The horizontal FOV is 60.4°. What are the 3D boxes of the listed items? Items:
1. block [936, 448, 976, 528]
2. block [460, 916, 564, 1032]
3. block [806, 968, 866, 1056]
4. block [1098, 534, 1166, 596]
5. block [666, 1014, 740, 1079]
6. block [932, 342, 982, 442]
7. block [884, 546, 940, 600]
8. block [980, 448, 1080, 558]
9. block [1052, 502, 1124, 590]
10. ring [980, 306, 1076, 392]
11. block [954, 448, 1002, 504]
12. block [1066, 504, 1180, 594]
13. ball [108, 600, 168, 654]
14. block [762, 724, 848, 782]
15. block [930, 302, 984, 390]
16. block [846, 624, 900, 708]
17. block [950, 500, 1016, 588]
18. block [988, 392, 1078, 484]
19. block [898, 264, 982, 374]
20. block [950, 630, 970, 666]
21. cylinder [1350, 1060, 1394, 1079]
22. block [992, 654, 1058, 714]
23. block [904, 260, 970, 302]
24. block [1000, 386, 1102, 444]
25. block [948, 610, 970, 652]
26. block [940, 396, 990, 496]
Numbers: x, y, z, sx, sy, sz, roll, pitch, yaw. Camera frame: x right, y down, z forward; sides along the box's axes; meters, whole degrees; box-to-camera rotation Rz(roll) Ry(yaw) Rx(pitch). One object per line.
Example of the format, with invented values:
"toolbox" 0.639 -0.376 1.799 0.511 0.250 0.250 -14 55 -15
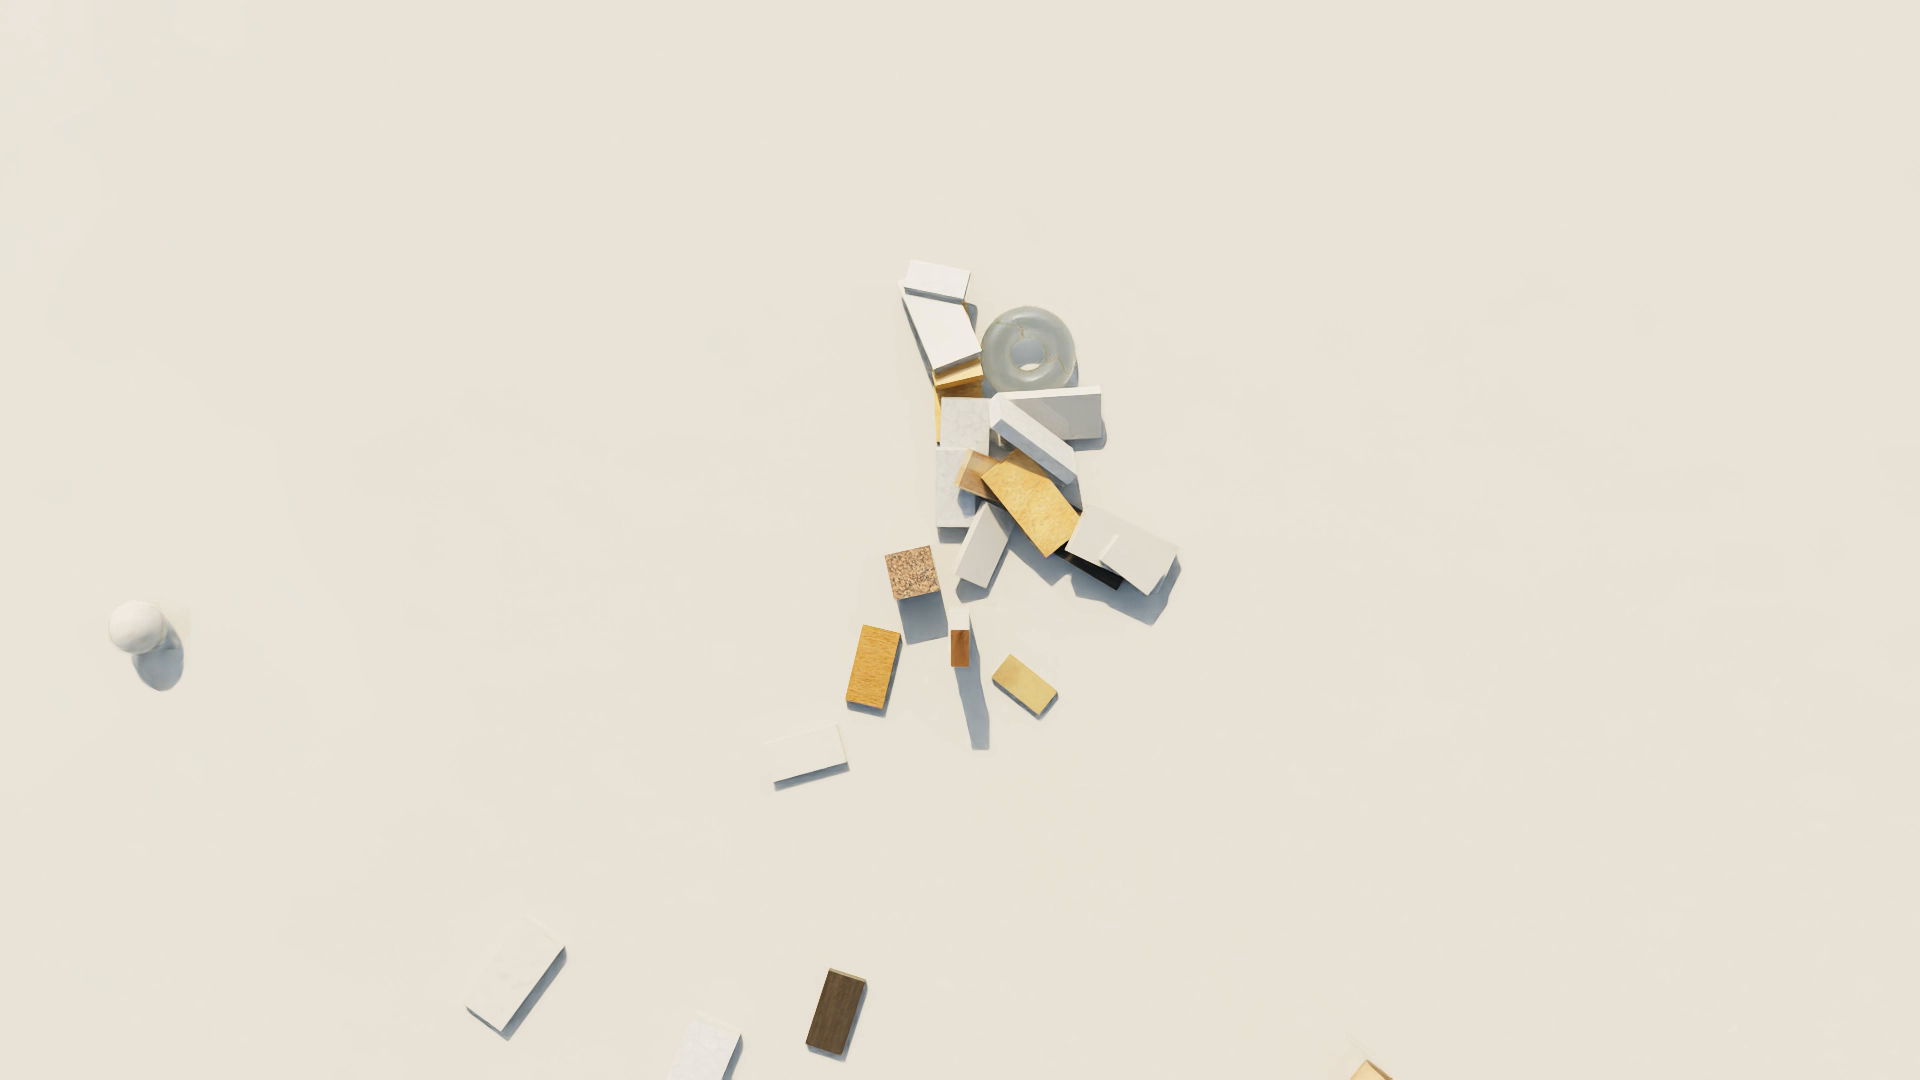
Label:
"block" -0.015 -0.173 5.430 0.131 0.037 0.261 0 105 0
"block" -1.486 1.439 5.476 0.169 0.048 0.337 36 90 0
"block" -0.414 1.567 5.482 0.128 0.036 0.256 18 90 0
"block" 0.563 0.082 5.387 0.201 0.028 0.100 36 89 -13
"block" -0.874 1.768 5.476 0.169 0.048 0.337 23 90 0
"block" -0.007 -0.489 5.477 0.160 0.045 0.320 -3 90 0
"block" -0.156 0.107 5.425 0.151 0.151 0.151 -13 90 0
"block" 0.240 -0.127 5.387 0.169 0.048 0.338 -39 104 0
"block" 0.416 0.009 5.476 0.338 0.048 0.169 31 90 0
"ring" 0.224 -0.614 5.448 0.320 0.107 0.320 0 91 1
"block" 0.117 -0.195 5.416 0.261 0.037 0.131 20 95 -29
"block" 0.533 0.028 5.413 0.338 0.048 0.169 25 91 -13
"ball" -2.698 0.286 5.412 0.177 0.177 0.177 0 90 0
"block" -0.516 0.707 5.482 0.256 0.036 0.128 -15 90 0
"block" -0.037 -0.664 5.433 0.160 0.045 0.320 -13 74 0
"block" -0.290 0.420 5.482 0.128 0.036 0.256 13 90 0
"block" 0.080 0.014 5.452 0.130 0.037 0.261 24 90 -29
"block" 0.237 -0.329 5.355 0.336 0.168 0.048 35 116 -23
"block" -0.067 -0.726 5.404 0.168 0.048 0.336 -21 74 -3
"block" 0.000 0.342 5.219 0.059 0.017 0.117 0 90 0
"cylinder" 1.345 1.874 5.377 0.246 0.246 0.246 39 90 0
"block" 0.214 0.478 5.486 0.201 0.028 0.100 38 90 0
"block" -0.074 -0.849 5.400 0.201 0.028 0.100 12 75 7
"block" 0.295 -0.411 5.432 0.336 0.048 0.168 -4 125 0
"block" -0.004 0.296 5.354 0.068 0.019 0.137 0 90 0
"block" 0.014 -0.307 5.435 0.160 0.045 0.320 2 105 0
